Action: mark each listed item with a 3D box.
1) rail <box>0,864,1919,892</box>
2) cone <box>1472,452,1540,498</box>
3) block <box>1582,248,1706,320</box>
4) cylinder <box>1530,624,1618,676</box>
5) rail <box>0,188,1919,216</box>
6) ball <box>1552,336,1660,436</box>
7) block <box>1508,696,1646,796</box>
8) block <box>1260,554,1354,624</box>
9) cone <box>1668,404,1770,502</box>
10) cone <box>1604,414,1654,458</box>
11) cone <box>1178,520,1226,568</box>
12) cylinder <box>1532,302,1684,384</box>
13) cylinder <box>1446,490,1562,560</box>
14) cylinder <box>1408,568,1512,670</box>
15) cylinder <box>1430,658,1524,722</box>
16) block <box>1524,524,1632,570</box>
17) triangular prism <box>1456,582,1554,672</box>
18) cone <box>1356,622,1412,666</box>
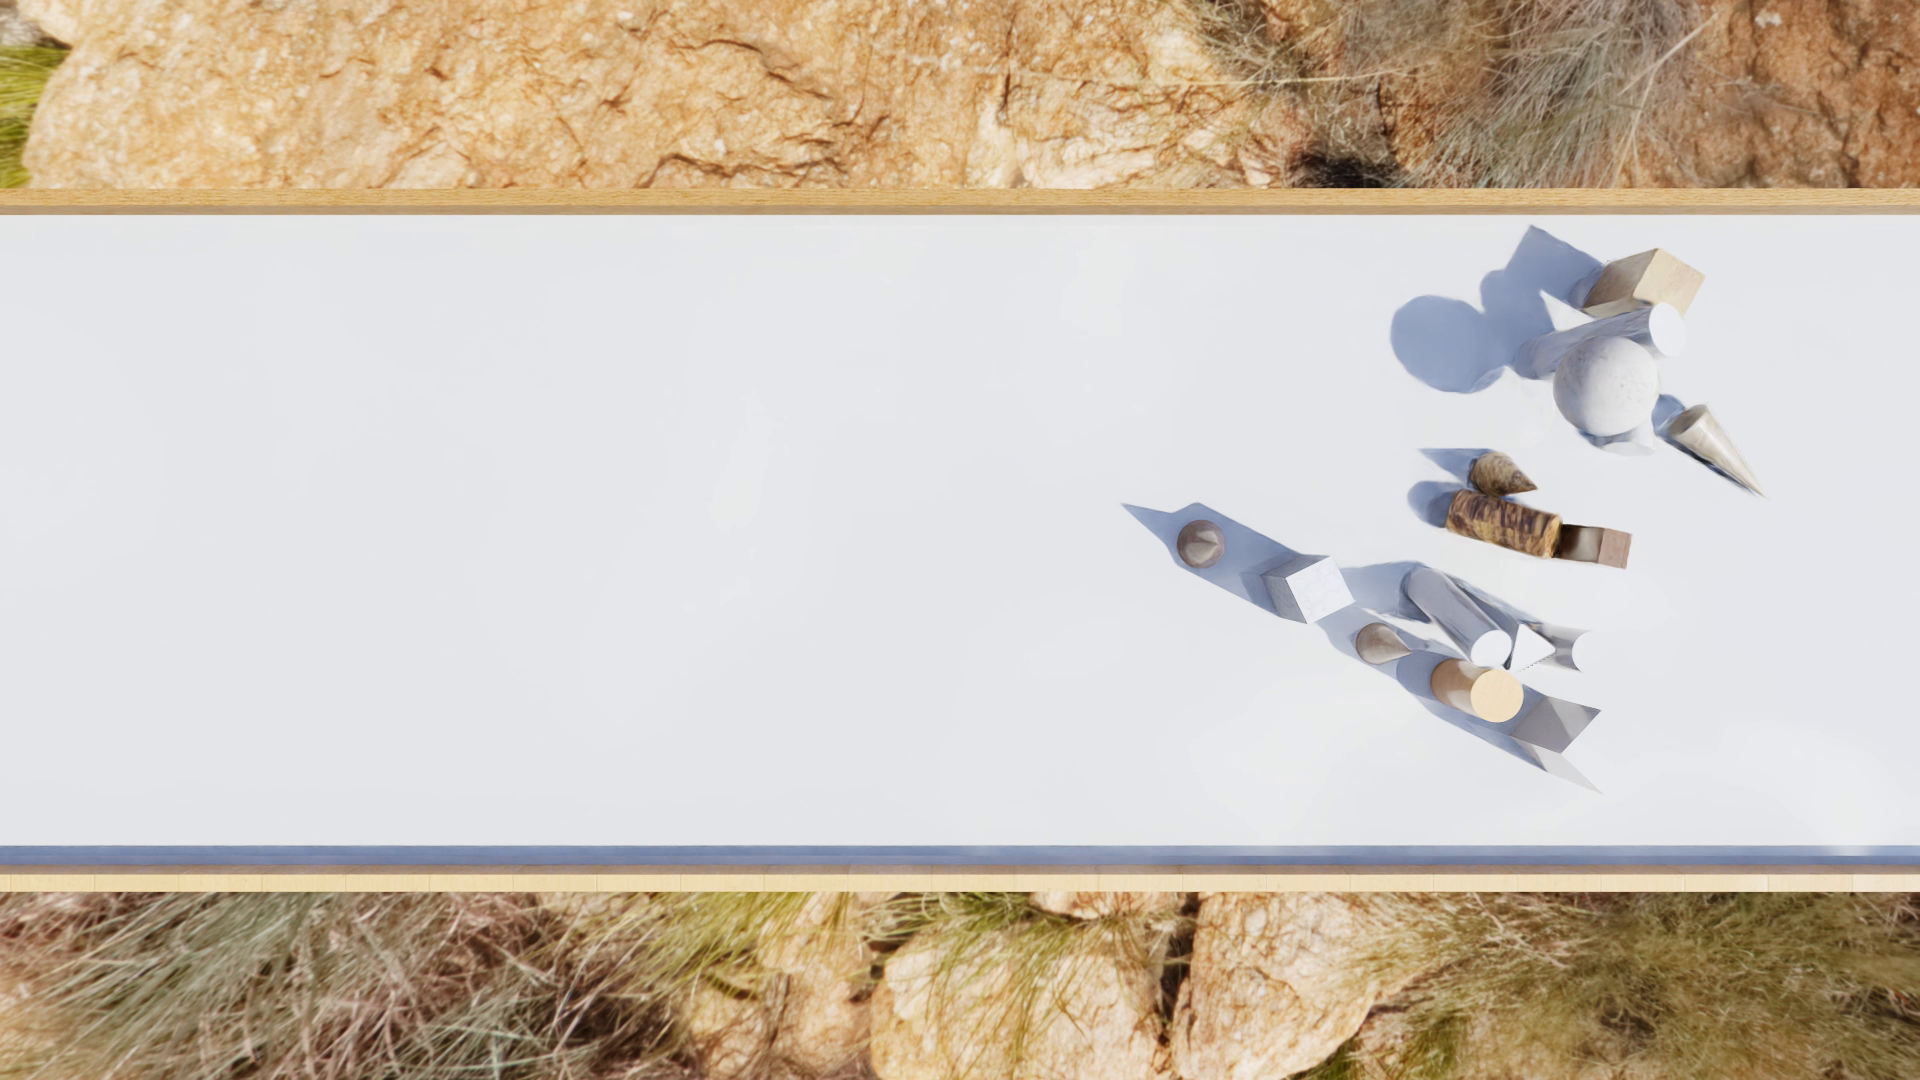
[{"bbox_3d":[-2.247,1.025,5.001,12.000,0.150,0.050,0,90,0],"label":"rail"},{"bbox_3d":[1.653,-0.173,4.902,0.145,0.327,0.145,-1,100,-5],"label":"cone"},{"bbox_3d":[2.034,-0.736,4.914,0.164,0.308,0.164,30,89,-5],"label":"block"},{"bbox_3d":[1.799,0.321,4.875,0.128,0.403,0.128,0,90,0],"label":"cylinder"},{"bbox_3d":[-2.247,-1.025,5.002,12.000,0.150,0.050,0,90,0],"label":"rail"},{"bbox_3d":[1.829,-0.437,4.671,0.284,0.284,0.284,0,90,0],"label":"ball"},{"bbox_3d":[1.808,0.598,4.855,0.170,0.443,0.170,43,90,0],"label":"block"},{"bbox_3d":[1.020,0.142,4.875,0.147,0.403,0.147,-26,90,0],"label":"block"},{"bbox_3d":[2.344,-0.240,5.024,0.372,0.137,0.137,43,90,-5],"label":"cone"},{"bbox_3d":[2.069,-0.446,5.042,0.141,0.141,0.359,12,79,0],"label":"cone"},{"bbox_3d":[0.743,0.013,4.913,0.152,0.327,0.152,0,90,0],"label":"cone"},{"bbox_3d":[1.904,-0.574,4.860,0.156,0.412,0.156,5,81,-30],"label":"cylinder"},{"bbox_3d":[1.626,-0.047,4.933,0.301,0.139,0.139,19,90,35],"label":"cylinder"},{"bbox_3d":[1.468,0.226,4.866,0.125,0.410,0.125,-5,116,-11],"label":"cylinder"},{"bbox_3d":[1.522,0.440,4.877,0.150,0.398,0.150,0,91,0],"label":"cylinder"},{"bbox_3d":[1.835,0.014,4.911,0.106,0.314,0.106,11,90,-22],"label":"block"},{"bbox_3d":[1.576,0.237,4.873,0.149,0.375,0.129,-26,111,-4],"label":"triangular prism"},{"bbox_3d":[1.283,0.320,4.876,0.131,0.401,0.131,0,90,0],"label":"cone"}]
